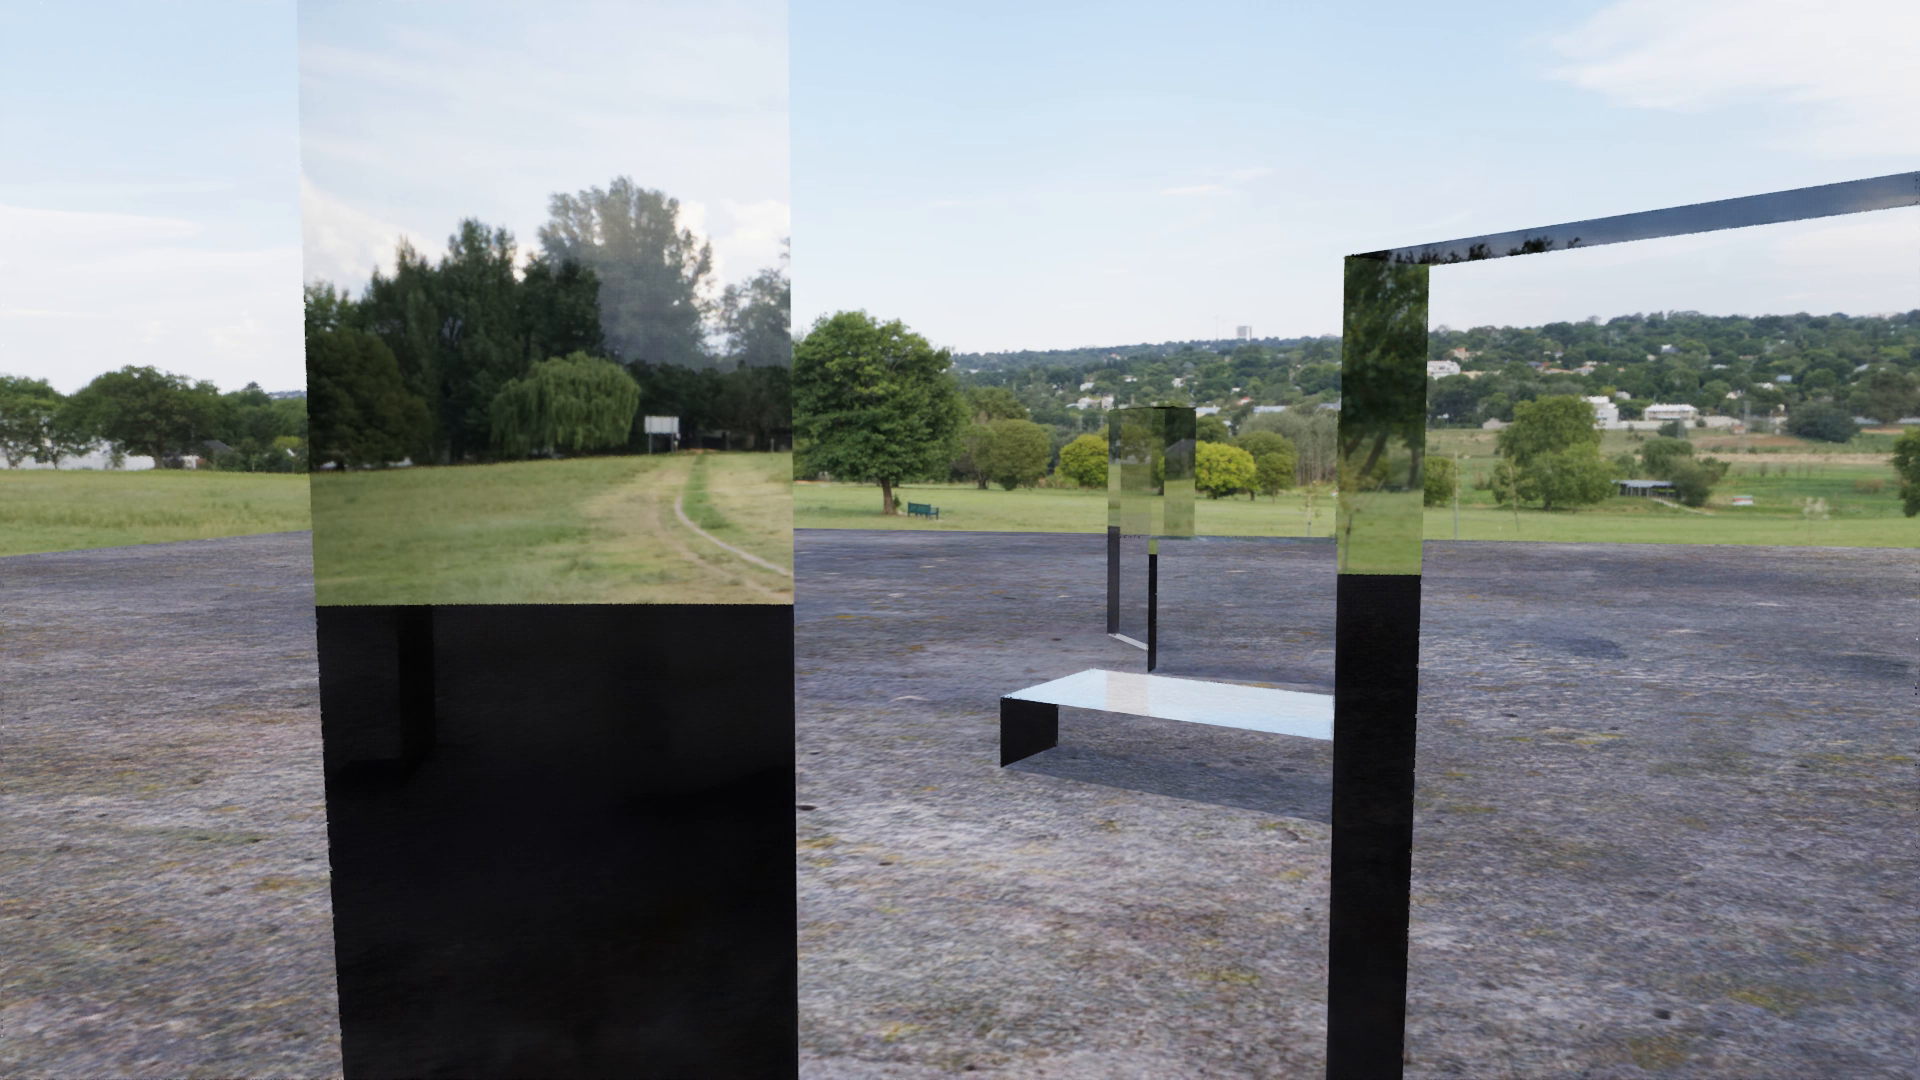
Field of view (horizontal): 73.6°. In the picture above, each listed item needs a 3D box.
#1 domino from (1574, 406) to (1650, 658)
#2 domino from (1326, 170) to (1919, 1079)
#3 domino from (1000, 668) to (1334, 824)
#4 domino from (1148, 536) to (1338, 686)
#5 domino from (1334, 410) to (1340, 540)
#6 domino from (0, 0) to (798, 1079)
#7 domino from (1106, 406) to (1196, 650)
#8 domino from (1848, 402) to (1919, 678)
[{"bbox_3d":[0.135,-0.002,0.267,0.010,0.050,0.025,2,5,20],"label":"domino"},{"bbox_3d":[0.026,0.014,0.046,0.010,0.050,0.025,-3,5,-34],"label":"domino"},{"bbox_3d":[0.033,0.026,0.165,0.050,0.009,0.025,3,5,34],"label":"domino"},{"bbox_3d":[0.060,0.013,0.232,0.050,0.025,0.010,2,5,23],"label":"domino"},{"bbox_3d":[0.088,-0.003,0.277,0.009,0.050,0.025,0,4,6],"label":"domino"},{"bbox_3d":[-0.013,0.016,0.018,0.009,0.050,0.025,-3,5,-38],"label":"domino"},{"bbox_3d":[0.041,-0.003,0.274,0.010,0.050,0.025,-1,4,-14],"label":"domino"},{"bbox_3d":[0.177,-0.001,0.244,0.010,0.050,0.025,3,5,39],"label":"domino"}]
